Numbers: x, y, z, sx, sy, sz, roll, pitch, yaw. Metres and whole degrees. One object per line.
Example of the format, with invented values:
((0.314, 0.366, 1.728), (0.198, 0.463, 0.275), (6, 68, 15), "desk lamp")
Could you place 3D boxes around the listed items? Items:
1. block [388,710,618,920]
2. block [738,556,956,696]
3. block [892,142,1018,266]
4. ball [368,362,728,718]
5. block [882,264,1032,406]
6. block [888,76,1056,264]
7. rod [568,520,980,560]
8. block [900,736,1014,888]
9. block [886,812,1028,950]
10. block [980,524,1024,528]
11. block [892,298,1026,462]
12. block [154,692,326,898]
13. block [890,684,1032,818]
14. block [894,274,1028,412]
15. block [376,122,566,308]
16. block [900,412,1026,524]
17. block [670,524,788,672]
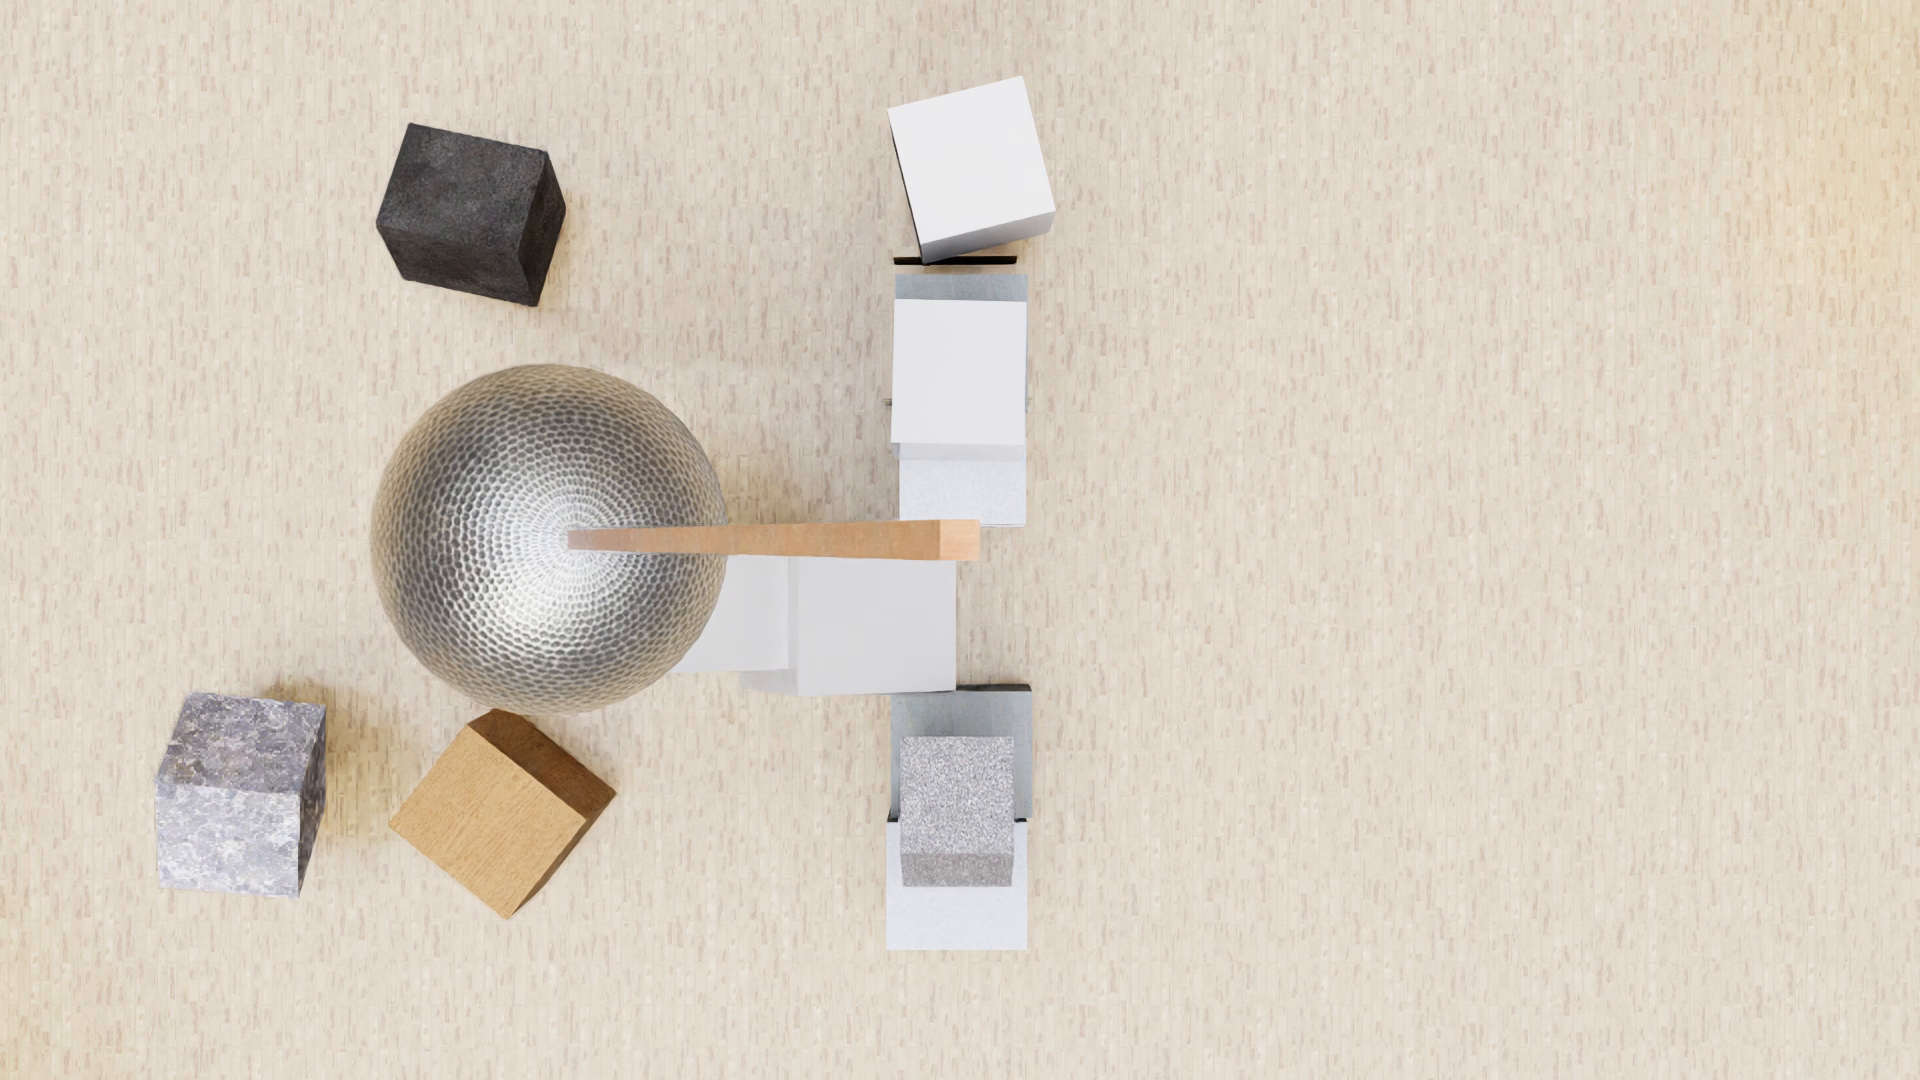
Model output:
((-2.592, 1.532, 12.551), (0.848, 0.842, 0.725), (39, 95, 0), "block")
((-0.641, 0.388, 12.414), (0.971, 0.808, 0.906), (0, 90, -28), "block")
((-0.030, -1.942, 12.616), (0.695, 0.768, 0.729), (-1, 90, 0), "block")
((-1.851, 0.000, 9.961), (1.600, 1.600, 1.600), (0, 90, 0), "ball")
((-0.017, -1.167, 12.654), (0.842, 0.692, 0.746), (0, 90, 0), "block")
((0.059, -1.971, 11.815), (0.722, 0.834, 0.721), (-14, 90, 0), "block")
((-0.802, 0.000, 6.727), (0.080, 5.200, 0.080), (0, 90, -18), "rod")
((-0.015, 1.479, 11.896), (0.596, 0.691, 0.638), (0, 66, 0), "block")
((-0.018, 1.927, 12.618), (0.784, 0.763, 0.710), (0, 90, 0), "block")
((0.013, -0.430, 12.674), (0.695, 0.652, 0.710), (0, 90, 0), "block")
((-0.004, -0.812, 11.338), (0.664, 0.622, 0.728), (1, 84, 0), "block")
((-3.975, 1.412, 12.205), (0.745, 0.757, 0.769), (7, 125, -8), "block")
((0.009, 1.206, 12.670), (0.796, 0.659, 0.710), (0, 90, 0), "block")
((0.007, -1.050, 11.996), (0.707, 0.622, 0.726), (0, 90, 0), "block")
((-2.771, -1.844, 12.542), (0.806, 0.717, 0.644), (12, 72, 3), "block")
((0.014, -0.381, 11.993), (0.669, 0.711, 0.592), (0, 90, 0), "block")
((-1.452, 0.313, 12.075), (0.778, 0.746, 0.786), (0, 89, -28), "block")
